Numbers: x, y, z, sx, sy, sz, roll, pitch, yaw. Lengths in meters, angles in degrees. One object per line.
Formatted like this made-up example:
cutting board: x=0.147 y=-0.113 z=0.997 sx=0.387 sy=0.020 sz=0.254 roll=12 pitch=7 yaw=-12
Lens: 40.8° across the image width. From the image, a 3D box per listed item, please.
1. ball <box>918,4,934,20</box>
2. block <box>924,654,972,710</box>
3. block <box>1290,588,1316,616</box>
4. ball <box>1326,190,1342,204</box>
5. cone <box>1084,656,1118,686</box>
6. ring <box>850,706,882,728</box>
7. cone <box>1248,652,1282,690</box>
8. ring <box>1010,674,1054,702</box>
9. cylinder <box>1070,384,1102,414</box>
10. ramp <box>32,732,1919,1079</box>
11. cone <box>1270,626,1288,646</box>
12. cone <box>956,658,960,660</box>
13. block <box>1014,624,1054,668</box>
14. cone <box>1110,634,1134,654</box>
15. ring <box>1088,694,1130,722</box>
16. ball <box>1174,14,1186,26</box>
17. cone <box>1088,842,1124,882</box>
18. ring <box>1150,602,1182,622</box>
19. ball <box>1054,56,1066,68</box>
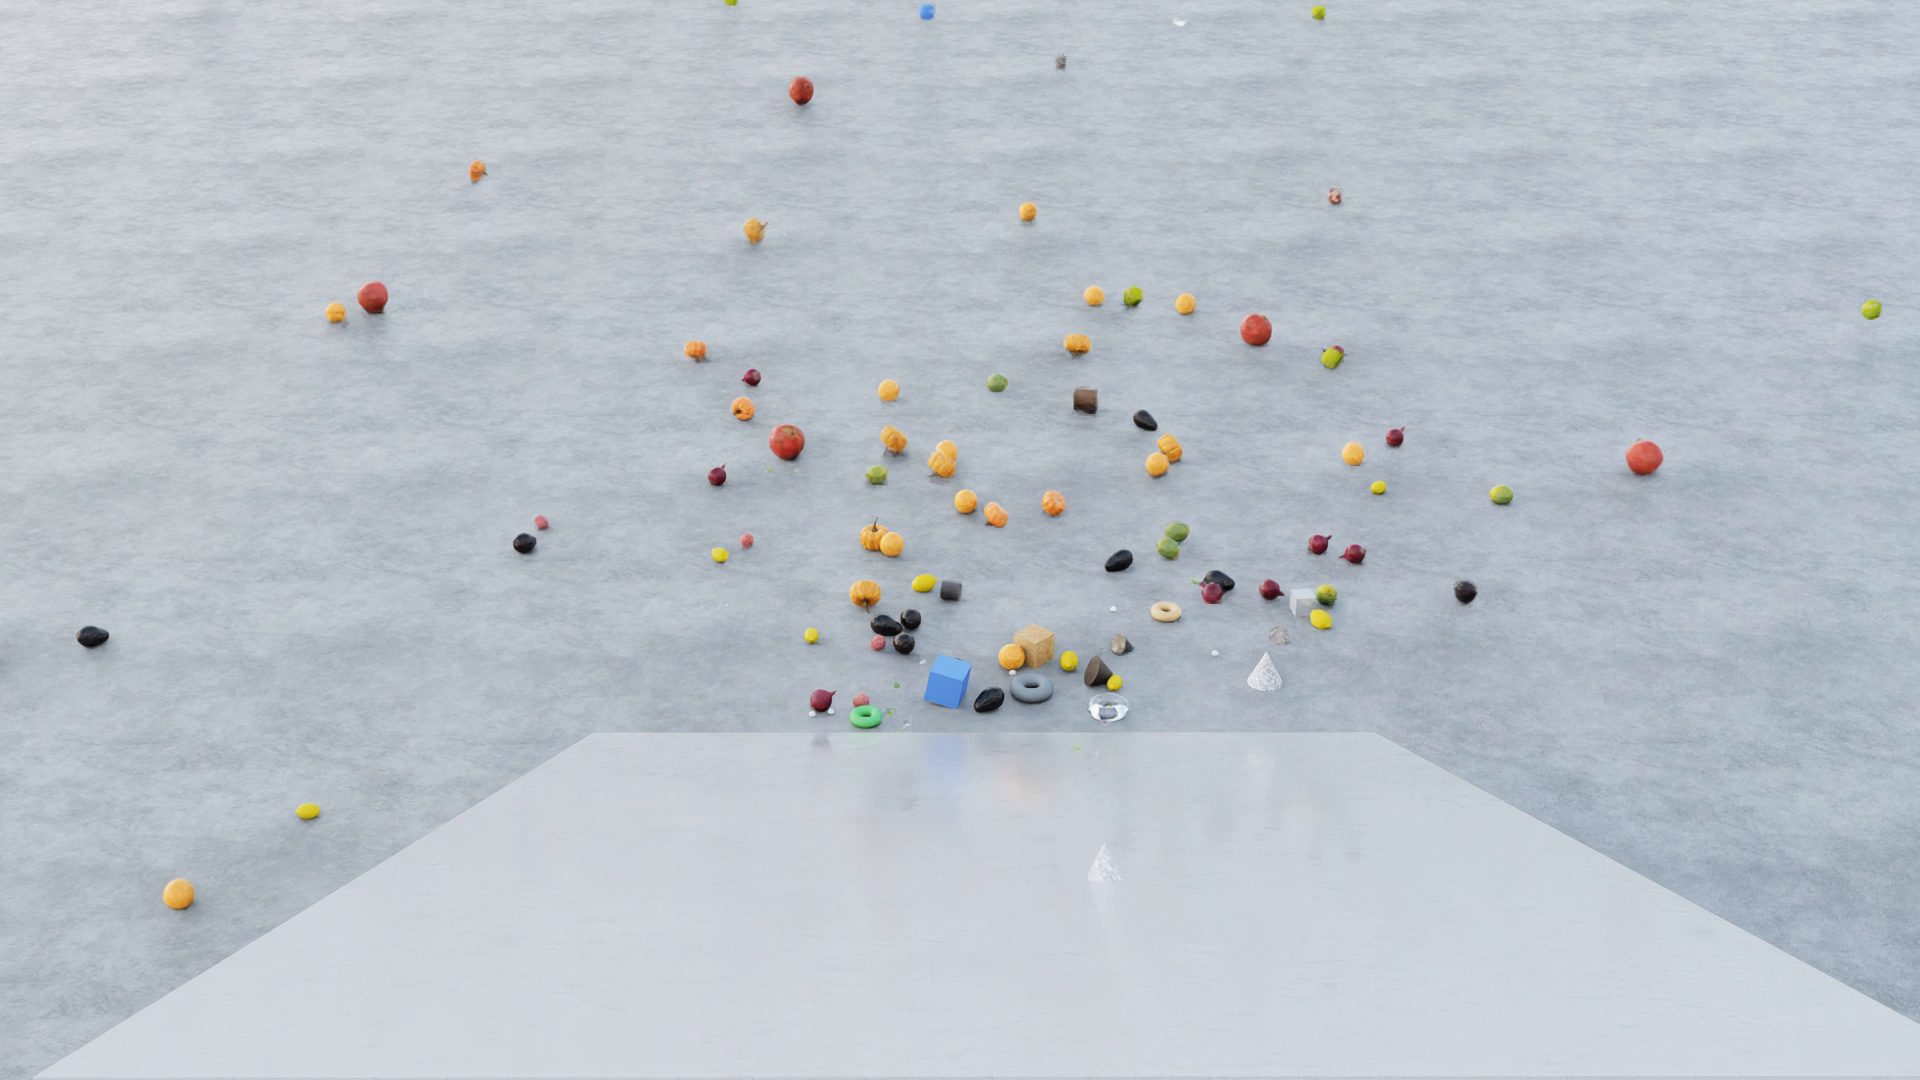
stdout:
ball: x=-0.160 y=-2.539 z=12.420 sx=0.079 sy=0.079 sz=0.079 roll=0 pitch=28 yaw=0
block: x=-0.032 y=0.378 z=6.896 sx=0.092 sy=0.092 sz=0.092 roll=17 pitch=31 yaw=8
block: x=0.972 y=0.177 z=7.329 sx=0.057 sy=0.057 sz=0.057 roll=-4 pitch=28 yaw=-8
ball: x=1.479 y=-1.356 z=10.210 sx=0.061 sy=0.061 sz=0.061 roll=0 pitch=28 yaw=0
cone: x=0.395 y=0.367 z=6.991 sx=0.086 sy=0.086 sz=0.086 roll=20 pitch=22 yaw=-19
ring: x=-0.248 y=0.466 z=6.815 sx=0.087 sy=0.029 sz=0.087 roll=-1 pitch=29 yaw=0
cone: x=0.826 y=0.342 z=6.977 sx=0.096 sy=0.096 sz=0.096 roll=0 pitch=28 yaw=0
ring: x=0.192 y=0.397 z=6.934 sx=0.118 sy=0.039 sz=0.118 roll=-1 pitch=28 yaw=1
cylinder: x=0.415 y=-0.463 z=8.516 sx=0.073 sy=0.073 sz=0.073 roll=32 pitch=35 yaw=9
ramp: x=0.063 y=0.567 z=4.607 sx=2.000 sy=0.100 sz=4.000 roll=0 pitch=1 yaw=0
cone: x=0.894 y=0.264 z=7.199 sx=0.055 sy=0.055 sz=0.055 roll=10 pitch=3 yaw=18
cone: x=-0.026 y=0.372 z=6.984 sx=0.080 sy=0.080 sz=0.080 roll=-1 pitch=55 yaw=-3
block: x=0.204 y=0.291 z=7.090 sx=0.079 sy=0.079 sz=0.079 roll=24 pitch=36 yaw=37
cone: x=0.461 y=0.292 z=7.143 sx=0.061 sy=0.061 sz=0.061 roll=13 pitch=16 yaw=-38
ring: x=0.393 y=0.443 z=6.850 sx=0.113 sy=0.038 sz=0.113 roll=0 pitch=27 yaw=0
ball: x=1.047 y=-2.482 z=12.334 sx=0.058 sy=0.058 sz=0.058 roll=0 pitch=28 yaw=0
cone: x=0.225 y=0.496 z=4.000 sx=0.057 sy=0.057 sz=0.057 roll=0 pitch=1 yaw=0
ring: x=0.583 y=0.203 z=7.310 sx=0.088 sy=0.029 sz=0.088 roll=1 pitch=29 yaw=-1
ball: x=0.457 y=-2.172 z=11.753 sx=0.055 sy=0.055 sz=0.055 roll=0 pitch=28 yaw=0
